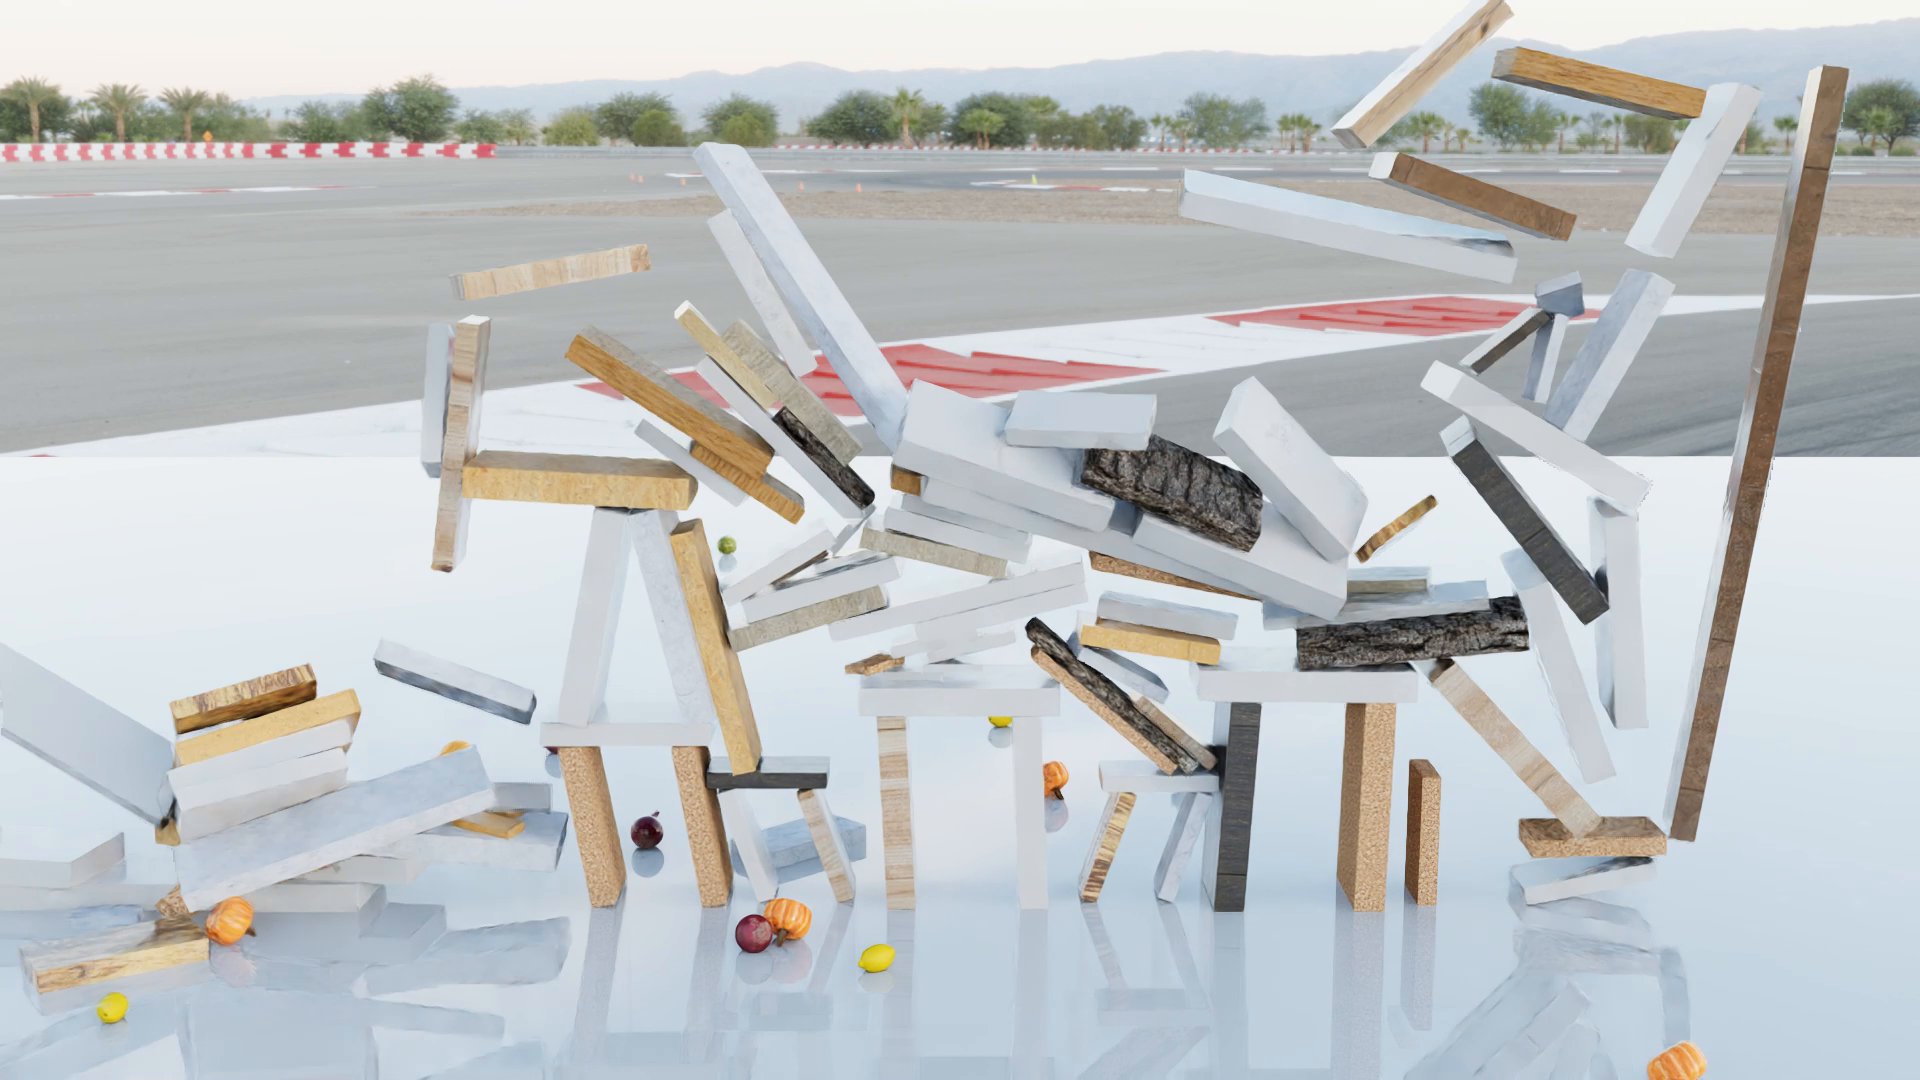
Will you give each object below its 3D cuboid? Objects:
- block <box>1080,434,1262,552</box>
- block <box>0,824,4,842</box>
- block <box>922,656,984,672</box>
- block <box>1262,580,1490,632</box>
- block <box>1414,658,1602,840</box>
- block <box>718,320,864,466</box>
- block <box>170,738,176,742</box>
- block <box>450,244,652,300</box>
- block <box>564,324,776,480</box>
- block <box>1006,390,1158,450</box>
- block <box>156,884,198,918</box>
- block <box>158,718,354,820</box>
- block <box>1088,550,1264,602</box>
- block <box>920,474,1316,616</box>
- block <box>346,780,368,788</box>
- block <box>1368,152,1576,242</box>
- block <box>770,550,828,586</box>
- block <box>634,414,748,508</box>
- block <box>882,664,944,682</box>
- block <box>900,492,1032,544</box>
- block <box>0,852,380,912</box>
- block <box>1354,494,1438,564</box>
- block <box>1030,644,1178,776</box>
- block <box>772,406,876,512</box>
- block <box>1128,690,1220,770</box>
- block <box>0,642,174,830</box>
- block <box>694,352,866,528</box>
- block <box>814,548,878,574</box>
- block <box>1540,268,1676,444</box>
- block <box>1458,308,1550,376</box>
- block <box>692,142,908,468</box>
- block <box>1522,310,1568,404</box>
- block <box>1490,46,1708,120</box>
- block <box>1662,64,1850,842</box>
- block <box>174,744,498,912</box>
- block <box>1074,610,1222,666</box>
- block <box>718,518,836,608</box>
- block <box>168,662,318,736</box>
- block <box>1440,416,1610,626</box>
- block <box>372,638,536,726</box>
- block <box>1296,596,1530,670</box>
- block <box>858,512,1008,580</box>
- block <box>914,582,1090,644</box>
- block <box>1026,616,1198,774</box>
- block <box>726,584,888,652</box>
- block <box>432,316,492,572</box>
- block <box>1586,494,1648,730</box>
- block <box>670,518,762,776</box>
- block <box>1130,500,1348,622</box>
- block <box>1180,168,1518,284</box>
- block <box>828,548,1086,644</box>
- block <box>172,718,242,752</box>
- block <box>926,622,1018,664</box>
[{"bbox_3d":[0.336,-0.092,3.463,0.290,0.041,0.145,22,37,-8],"label":"block"},{"bbox_3d":[-1.658,0.495,3.622,0.145,0.021,0.072,-3,11,-18],"label":"block"},{"bbox_3d":[-0.012,0.204,3.593,0.098,0.014,0.049,0,11,-1],"label":"block"},{"bbox_3d":[0.678,0.107,3.597,0.363,0.021,0.073,-6,22,12],"label":"block"},{"bbox_3d":[0.896,0.324,3.620,0.051,0.360,0.180,-43,7,8],"label":"block"},{"bbox_3d":[-0.270,-0.239,3.551,0.040,0.284,0.142,-44,6,2],"label":"block"},{"bbox_3d":[-1.235,0.366,3.792,0.325,0.046,0.162,-7,9,-15],"label":"block"},{"bbox_3d":[-0.647,-0.422,3.466,0.291,0.040,0.142,-13,10,-19],"label":"block"},{"bbox_3d":[-0.455,-0.220,3.490,0.356,0.041,0.145,33,9,-8],"label":"block"},{"bbox_3d":[0.191,-0.188,3.443,0.220,0.031,0.110,3,37,14],"label":"block"},{"bbox_3d":[-1.227,0.567,3.512,0.053,0.105,0.015,42,-11,23],"label":"block"},{"bbox_3d":[-1.150,0.374,3.590,0.291,0.041,0.145,-16,-14,-31],"label":"block"},{"bbox_3d":[0.356,0.035,3.622,0.295,0.030,0.104,11,31,-11],"label":"block"},{"bbox_3d":[0.279,-0.037,3.544,0.704,0.049,0.173,16,37,-12],"label":"block"},{"bbox_3d":[-1.066,0.423,3.724,0.214,0.014,0.048,-4,12,3],"label":"block"},{"bbox_3d":[0.799,-0.539,3.443,0.297,0.042,0.149,18,9,-5],"label":"block"},{"bbox_3d":[-0.268,0.042,3.617,0.104,0.015,0.052,-30,11,-6],"label":"block"},{"bbox_3d":[-0.425,-0.129,3.534,0.203,0.029,0.101,36,8,-2],"label":"block"},{"bbox_3d":[-0.077,0.217,3.596,0.098,0.014,0.049,1,11,4],"label":"block"},{"bbox_3d":[0.016,-0.046,3.568,0.209,0.030,0.104,16,13,6],"label":"block"},{"bbox_3d":[-1.467,0.567,3.666,0.974,0.046,0.162,0,11,1],"label":"block"},{"bbox_3d":[0.703,-0.018,3.539,0.146,0.021,0.073,-31,-13,-33],"label":"block"},{"bbox_3d":[0.236,0.275,3.604,0.299,0.021,0.073,40,8,-8],"label":"block"},{"bbox_3d":[-0.219,-0.134,3.545,0.029,0.203,0.102,-44,8,3],"label":"block"},{"bbox_3d":[0.353,0.309,3.641,0.170,0.024,0.085,40,8,-7],"label":"block"},{"bbox_3d":[-1.501,0.303,3.663,0.515,0.035,0.124,28,54,8],"label":"block"},{"bbox_3d":[-0.288,-0.162,3.525,0.029,0.356,0.102,-44,10,3],"label":"block"},{"bbox_3d":[-0.184,0.029,3.593,0.104,0.015,0.052,-17,8,7],"label":"block"},{"bbox_3d":[1.028,-0.295,3.500,0.040,0.280,0.140,27,9,-5],"label":"block"},{"bbox_3d":[0.860,-0.315,3.478,0.141,0.020,0.071,-38,9,4],"label":"block"},{"bbox_3d":[-0.232,-0.391,3.615,0.031,0.648,0.110,-41,-15,28],"label":"block"},{"bbox_3d":[0.927,-0.290,3.487,0.020,0.141,0.071,11,10,-4],"label":"block"},{"bbox_3d":[0.991,-0.710,3.422,0.297,0.042,0.149,13,10,-1],"label":"block"},{"bbox_3d":[1.272,-0.127,3.534,0.040,1.242,0.140,10,10,11],"label":"block"},{"bbox_3d":[-0.999,0.458,3.525,0.494,0.037,0.130,-19,34,-15],"label":"block"},{"bbox_3d":[0.306,0.159,3.597,0.227,0.032,0.113,9,10,-3],"label":"block"},{"bbox_3d":[-0.300,0.036,3.594,0.203,0.029,0.101,-31,14,-1],"label":"block"},{"bbox_3d":[-1.168,0.272,3.594,0.227,0.032,0.113,-16,-26,-23],"label":"block"},{"bbox_3d":[0.905,-0.034,3.533,0.050,0.350,0.175,-38,8,15],"label":"block"},{"bbox_3d":[-0.826,0.234,3.604,0.260,0.037,0.130,20,-17,-4],"label":"block"},{"bbox_3d":[0.731,0.151,3.584,0.360,0.051,0.180,-5,10,8],"label":"block"},{"bbox_3d":[-0.040,0.009,3.589,0.239,0.034,0.119,13,13,0],"label":"block"},{"bbox_3d":[0.067,0.107,3.590,0.283,0.032,0.113,-14,10,4],"label":"block"},{"bbox_3d":[0.248,0.254,3.611,0.352,0.024,0.085,40,8,-6],"label":"block"},{"bbox_3d":[-0.249,0.116,3.609,0.259,0.037,0.130,-17,10,3],"label":"block"},{"bbox_3d":[-0.794,-0.154,3.504,0.032,0.397,0.113,8,11,-3],"label":"block"},{"bbox_3d":[1.067,0.114,3.570,0.050,0.350,0.175,-5,13,8],"label":"block"},{"bbox_3d":[-0.397,0.173,3.595,0.037,0.406,0.130,-13,10,3],"label":"block"},{"bbox_3d":[0.450,-0.003,3.513,0.347,0.049,0.173,21,38,-5],"label":"block"},{"bbox_3d":[0.607,-0.496,3.467,0.524,0.041,0.145,12,24,0],"label":"block"},{"bbox_3d":[-0.005,0.089,3.598,0.422,0.034,0.119,-14,10,5],"label":"block"},{"bbox_3d":[-1.216,0.318,3.555,0.105,0.015,0.053,-15,-15,-36],"label":"block"},{"bbox_3d":[0.020,0.167,3.598,0.146,0.021,0.073,-14,10,5],"label":"block"}]
